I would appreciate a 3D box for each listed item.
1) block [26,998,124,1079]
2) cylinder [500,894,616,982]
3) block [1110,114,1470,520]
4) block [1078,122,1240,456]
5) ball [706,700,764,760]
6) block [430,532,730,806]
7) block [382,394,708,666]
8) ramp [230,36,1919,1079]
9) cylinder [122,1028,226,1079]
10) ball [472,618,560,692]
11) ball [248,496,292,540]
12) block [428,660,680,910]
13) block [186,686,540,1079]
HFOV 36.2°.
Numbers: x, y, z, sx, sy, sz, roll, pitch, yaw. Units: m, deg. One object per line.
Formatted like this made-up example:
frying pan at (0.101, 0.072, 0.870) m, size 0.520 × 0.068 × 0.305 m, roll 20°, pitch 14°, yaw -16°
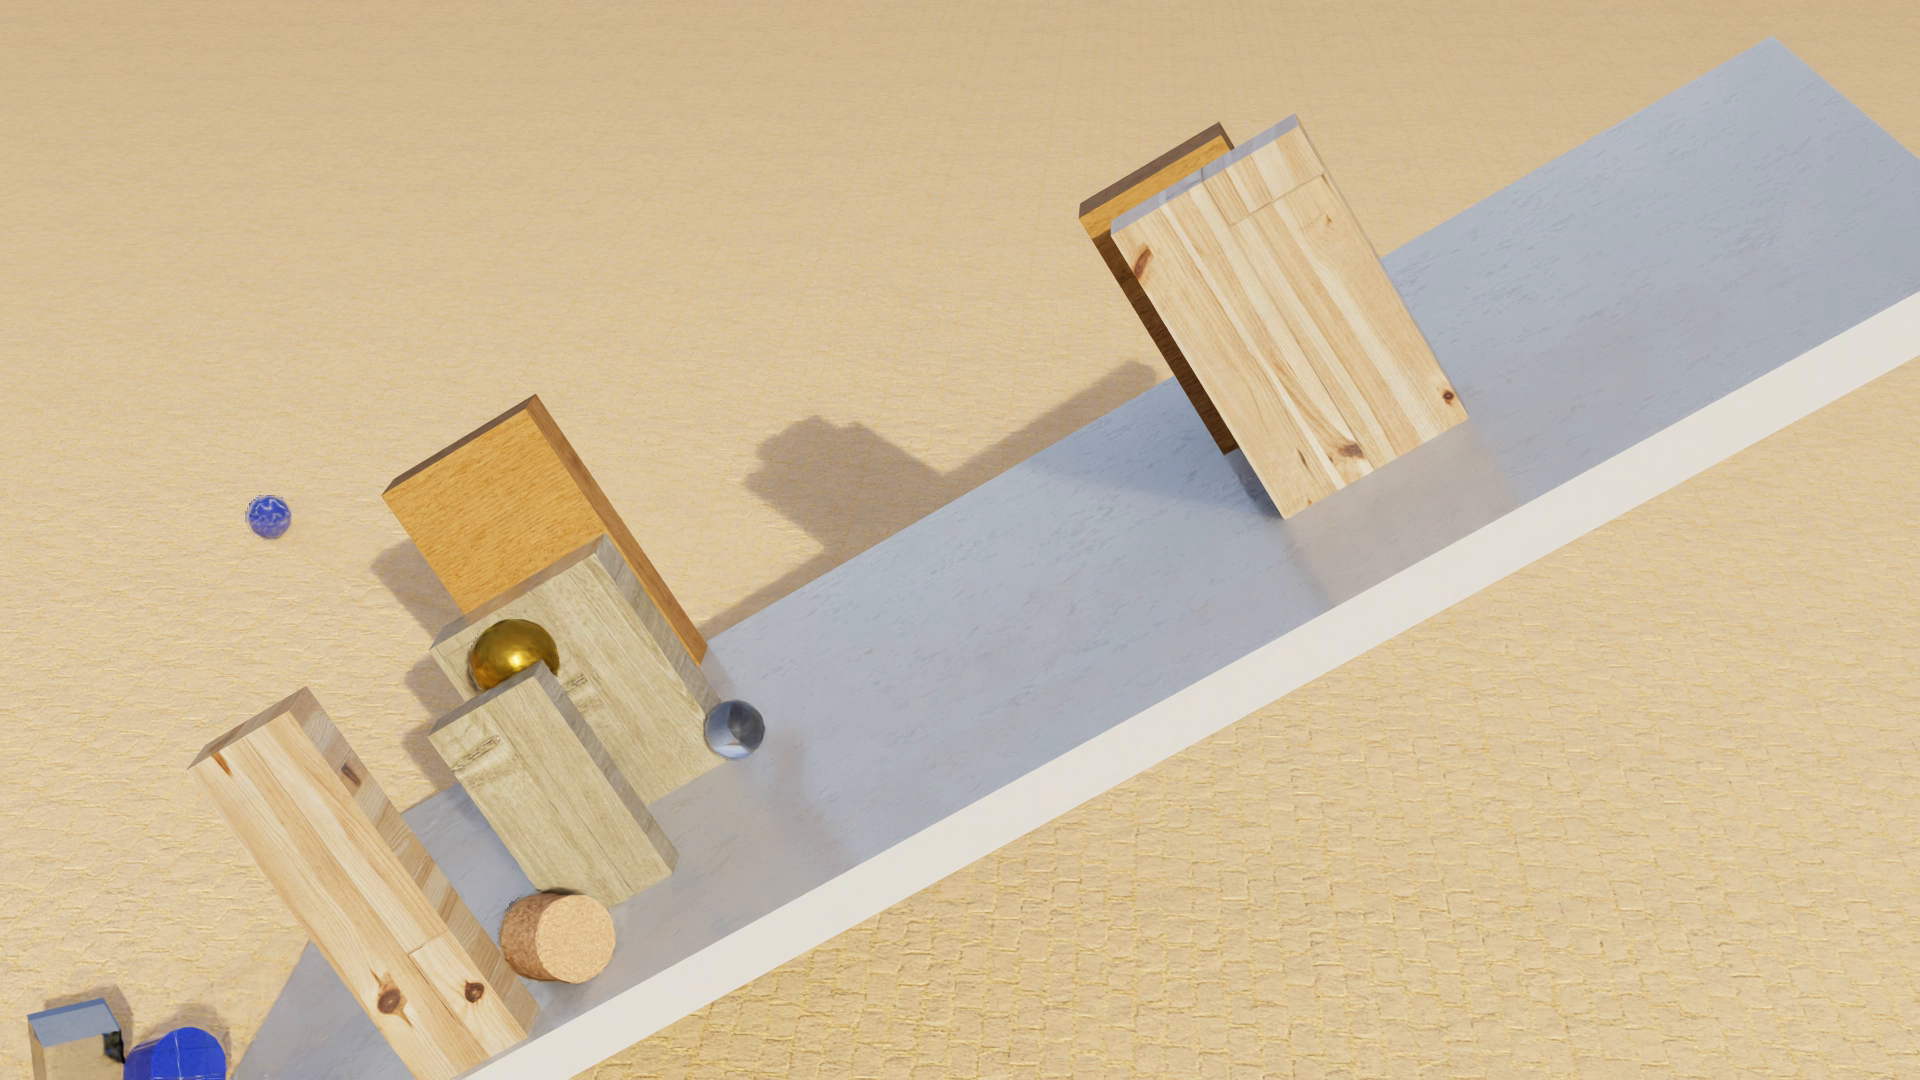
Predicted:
block at (-1.964, 1.149, 6.548) m, size 0.169 × 0.169 × 0.169 m, roll -10°, pitch 22°, yaw -27°
cylinder at (-0.785, 0.776, 5.733) m, size 0.169 × 0.169 × 0.169 m, roll -13°, pitch 2°, yaw -33°
block at (0.636, -0.426, 5.669) m, size 0.407 × 0.662 × 0.125 m, roll -29°, pitch 15°, yaw 13°
block at (0.559, -0.534, 6.282) m, size 0.344 × 0.607 × 0.142 m, roll -29°, pitch 15°, yaw 13°
ball at (-0.487, 0.410, 6.367) m, size 0.129 × 0.129 × 0.129 m, roll 0°, pitch 19°, yaw 0°
block at (-0.820, 0.334, 6.476) m, size 0.440 × 0.547 × 0.137 m, roll -29°, pitch 15°, yaw 13°
block at (-1.022, 0.079, 7.273) m, size 0.431 × 0.769 × 0.132 m, roll -29°, pitch 15°, yaw 13°
ramp at (0.141, 0.169, 6.289) m, size 4.000 × 0.100 × 2.000 m, roll -29°, pitch 15°, yaw 13°
cylinder at (-1.713, 1.158, 6.412) m, size 0.170 × 0.170 × 0.170 m, roll -16°, pitch -5°, yaw -39°
ball at (-0.923, 0.253, 6.104) m, size 0.180 × 0.180 × 0.180 m, roll 0°, pitch 19°, yaw 0°
ball at (-2.360, -0.075, 10.057) m, size 0.146 × 0.146 × 0.146 m, roll 0°, pitch 19°, yaw 0°
block at (-0.822, 0.521, 5.969) m, size 0.261 × 0.502 × 0.089 m, roll -29°, pitch 15°, yaw 13°
block at (-1.126, 0.667, 5.582) m, size 0.240 × 0.780 × 0.120 m, roll -29°, pitch 15°, yaw 13°
